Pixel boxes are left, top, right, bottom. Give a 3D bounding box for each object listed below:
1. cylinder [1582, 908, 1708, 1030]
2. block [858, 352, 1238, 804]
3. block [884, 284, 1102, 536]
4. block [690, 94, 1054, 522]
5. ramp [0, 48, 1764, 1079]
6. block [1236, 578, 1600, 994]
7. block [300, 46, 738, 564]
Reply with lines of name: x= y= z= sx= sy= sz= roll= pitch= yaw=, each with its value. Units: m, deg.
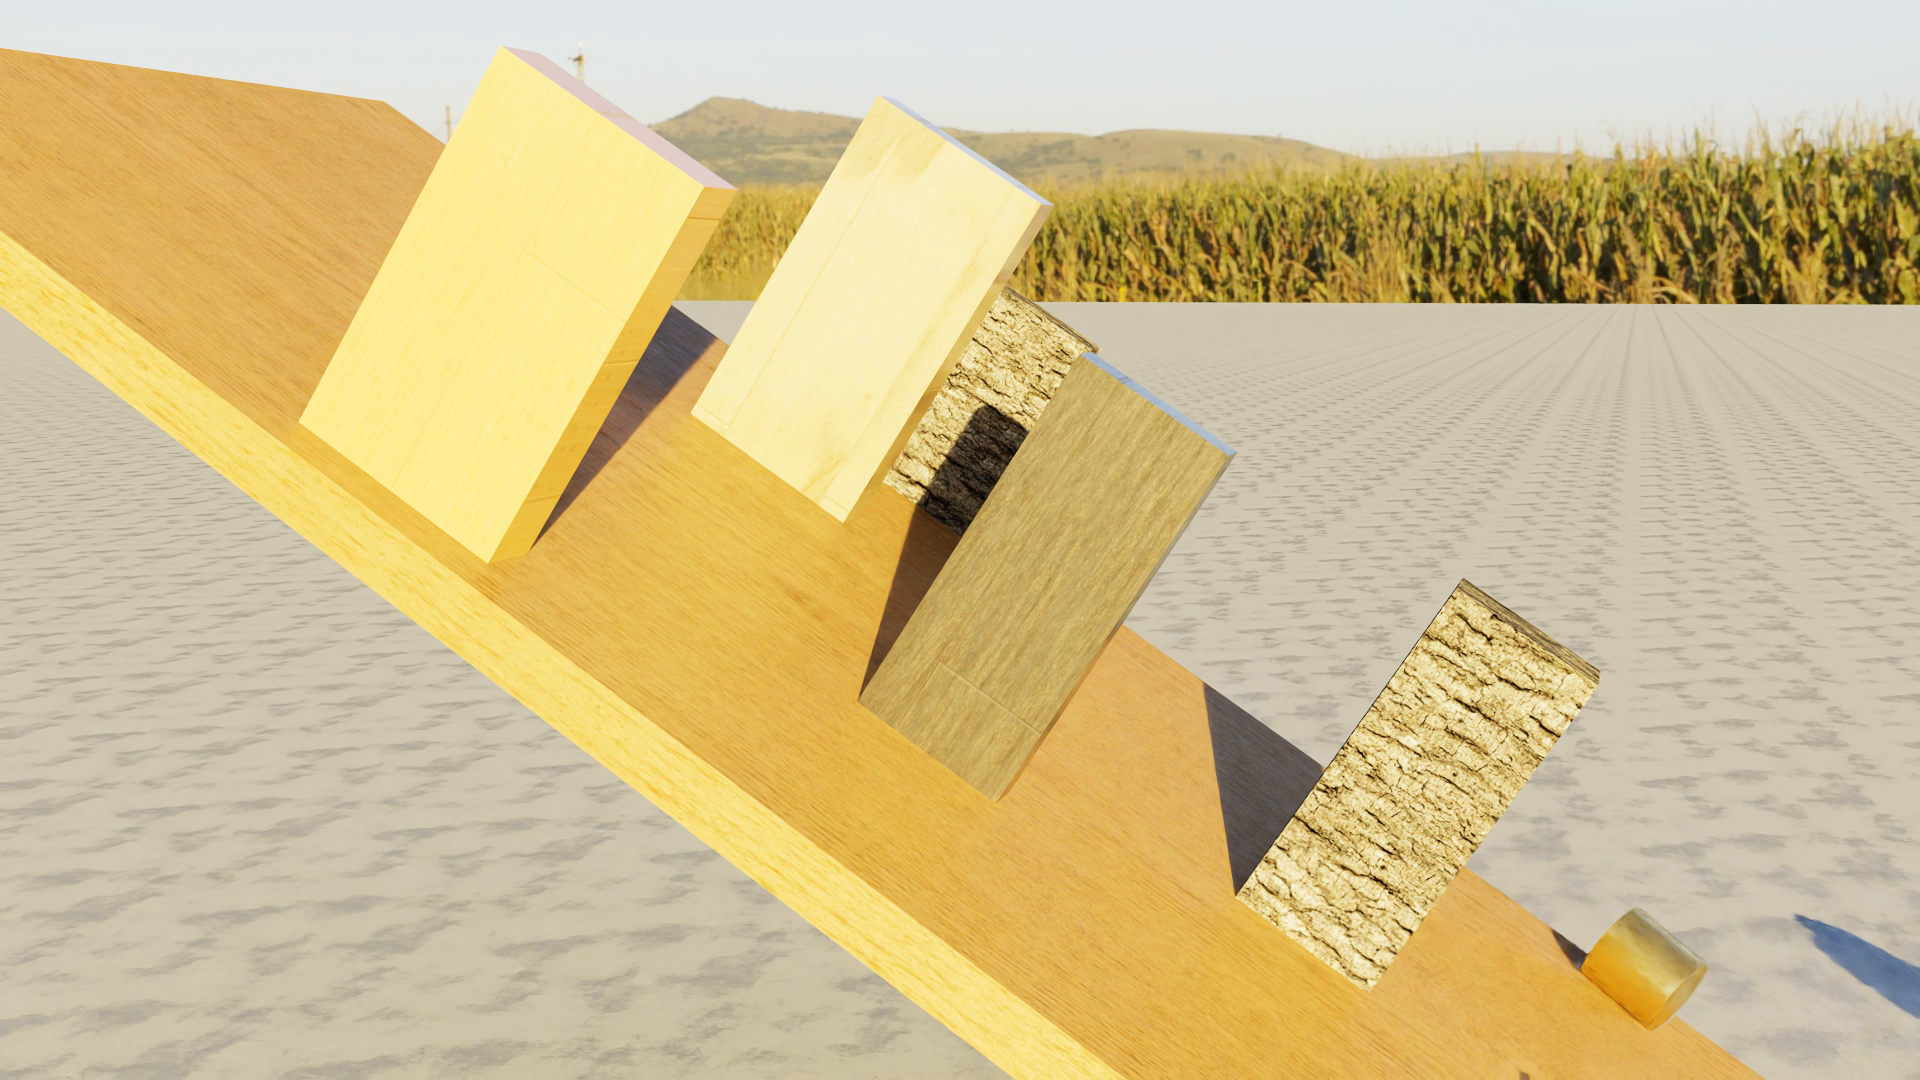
cylinder: x=1.421 y=0.891 z=4.569 sx=0.178 sy=0.178 sz=0.178 roll=-8 pitch=41 yaw=-48
block: x=0.136 y=0.064 z=3.586 sx=0.287 sy=0.694 sz=0.082 roll=35 pitch=15 yaw=10
block: x=0.060 y=-0.284 z=4.884 sx=0.260 sy=0.509 sz=0.101 roll=35 pitch=15 yaw=10
block: x=-0.185 y=-0.465 z=4.471 sx=0.399 sy=0.762 sz=0.105 roll=35 pitch=15 yaw=10
ramp: x=-0.130 y=0.218 z=4.101 sx=4.000 sy=0.100 sz=2.000 roll=35 pitch=15 yaw=10
block: x=0.790 y=0.425 z=3.812 sx=0.279 sy=0.670 sz=0.144 roll=35 pitch=15 yaw=10
block: x=-0.673 y=-0.350 z=3.319 sx=0.381 sy=0.664 sz=0.124 roll=35 pitch=15 yaw=10
